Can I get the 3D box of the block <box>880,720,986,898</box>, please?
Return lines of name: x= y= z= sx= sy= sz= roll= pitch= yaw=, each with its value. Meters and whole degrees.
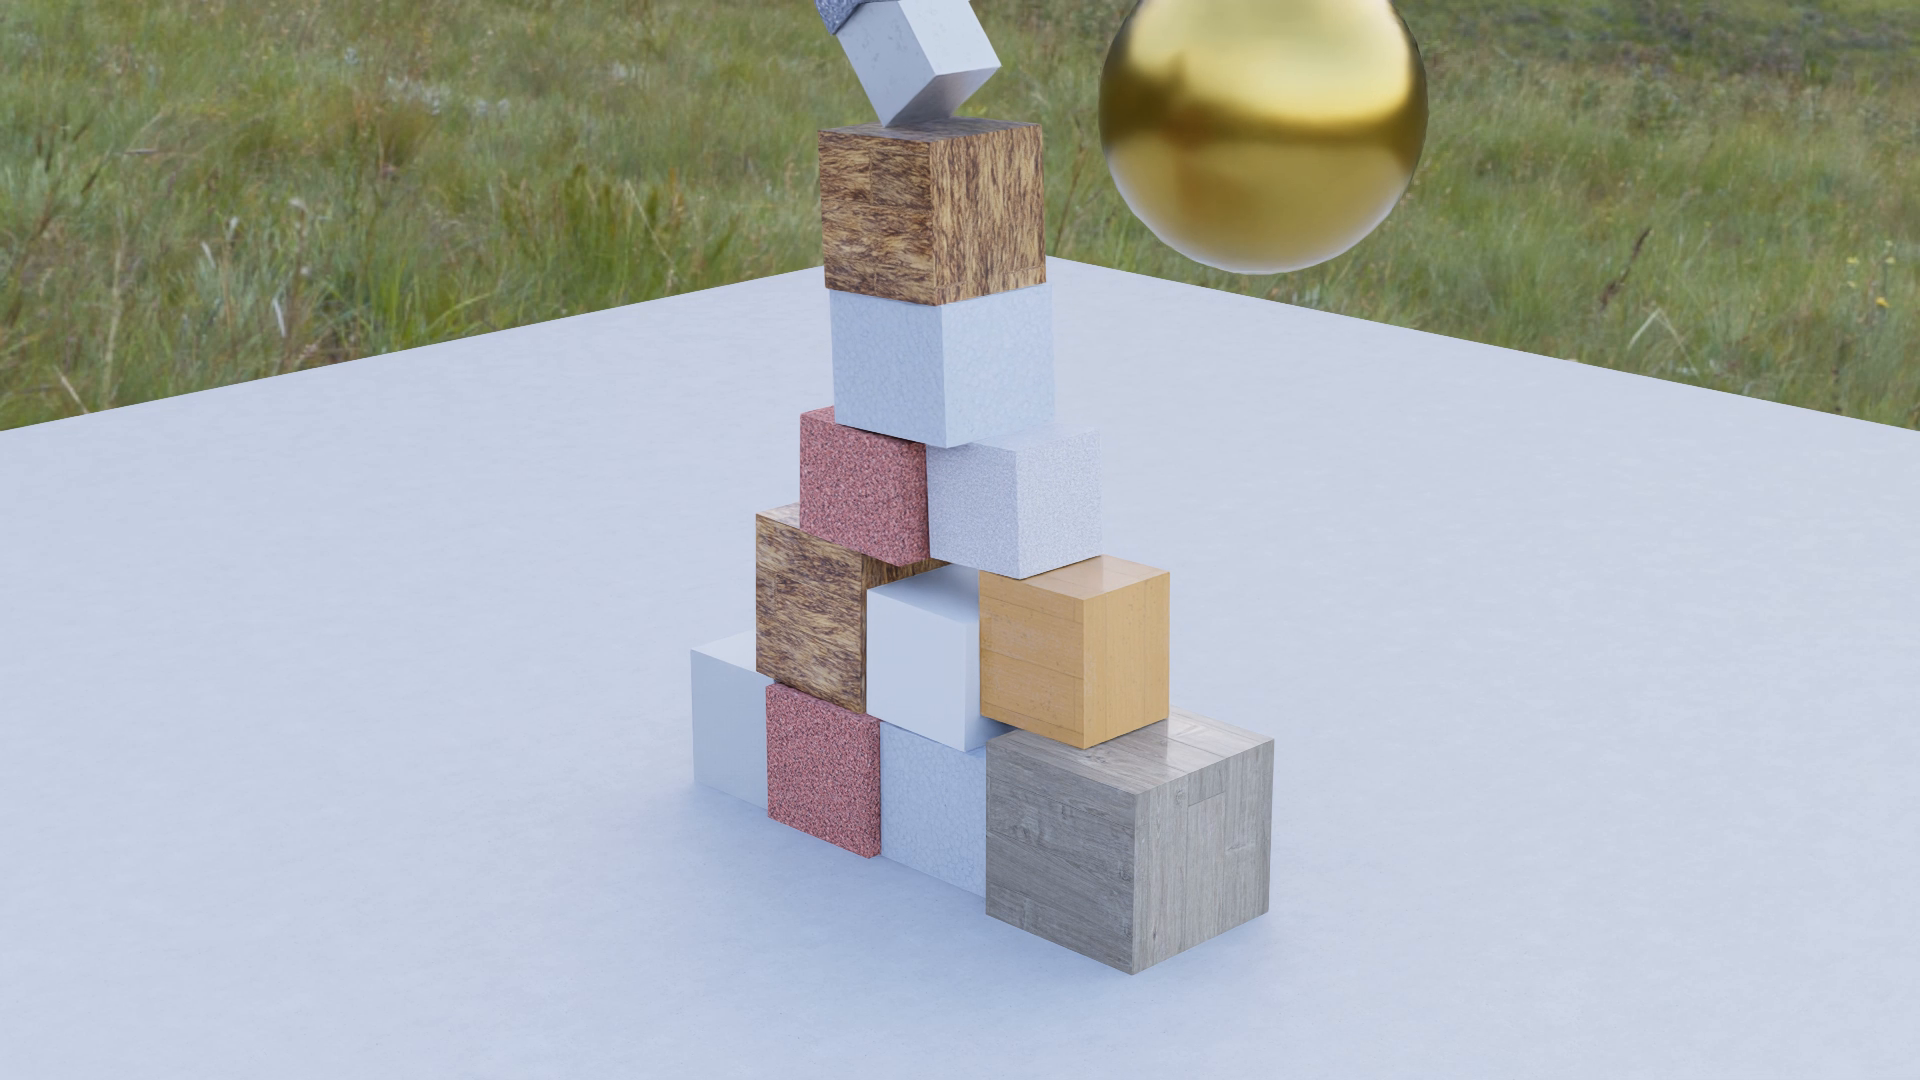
block: x=0.164 y=1.163 z=13.544 sx=0.708 sy=0.661 sz=0.796 roll=-17 pitch=24 yaw=-42

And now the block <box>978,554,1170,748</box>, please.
block: x=0.507 y=0.461 z=12.988 sx=0.555 sy=0.677 sz=0.631 roll=-17 pitch=23 yaw=-42

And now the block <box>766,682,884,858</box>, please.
block: x=-0.385 y=1.001 z=14.042 sx=0.822 sy=0.671 sz=0.701 roll=-17 pitch=24 yaw=-42

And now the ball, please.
ball: x=1.467 y=-2.088 z=14.223 sx=1.600 sy=1.600 sz=1.600 roll=0 pitch=17 yaw=0

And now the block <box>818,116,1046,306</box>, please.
block: x=-0.121 y=-1.468 z=12.921 sx=0.682 sy=0.702 sz=0.708 roll=-16 pitch=21 yaw=-42

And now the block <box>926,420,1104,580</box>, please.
block: x=0.244 y=-0.207 z=13.057 sx=0.529 sy=0.574 sz=0.569 roll=-16 pitch=21 yaw=-41

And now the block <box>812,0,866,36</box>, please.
block: x=-0.386 y=-2.581 z=12.979 sx=0.481 sy=0.470 sz=0.438 roll=-18 pitch=-14 yaw=-38

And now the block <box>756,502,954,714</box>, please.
block: x=-0.465 y=0.268 z=13.889 sx=0.691 sy=0.797 sz=0.734 roll=-16 pitch=25 yaw=-42

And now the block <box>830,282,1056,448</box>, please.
block: x=-0.077 y=-0.831 z=13.101 sx=0.663 sy=0.625 sz=0.748 roll=-15 pitch=20 yaw=-40

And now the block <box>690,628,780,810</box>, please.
block: x=-0.854 y=0.850 z=14.490 sx=0.613 sy=0.689 sz=0.709 roll=17 pitch=24 yaw=42

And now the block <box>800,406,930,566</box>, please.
block: x=-0.248 y=-0.302 z=13.468 sx=0.704 sy=0.562 sz=0.676 roll=-16 pitch=25 yaw=-42

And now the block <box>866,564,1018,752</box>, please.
block: x=0.039 y=0.516 z=13.470 sx=0.681 sy=0.606 sz=0.641 roll=-17 pitch=25 yaw=-42

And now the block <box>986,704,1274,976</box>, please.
block: x=0.745 y=1.267 z=12.934 sx=0.912 sy=0.826 sz=0.872 roll=-17 pitch=24 yaw=-42

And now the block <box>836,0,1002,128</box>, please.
block: x=-0.183 y=-2.156 z=12.889 sx=0.401 sy=0.489 sz=0.422 roll=-16 pitch=-15 yaw=-42
